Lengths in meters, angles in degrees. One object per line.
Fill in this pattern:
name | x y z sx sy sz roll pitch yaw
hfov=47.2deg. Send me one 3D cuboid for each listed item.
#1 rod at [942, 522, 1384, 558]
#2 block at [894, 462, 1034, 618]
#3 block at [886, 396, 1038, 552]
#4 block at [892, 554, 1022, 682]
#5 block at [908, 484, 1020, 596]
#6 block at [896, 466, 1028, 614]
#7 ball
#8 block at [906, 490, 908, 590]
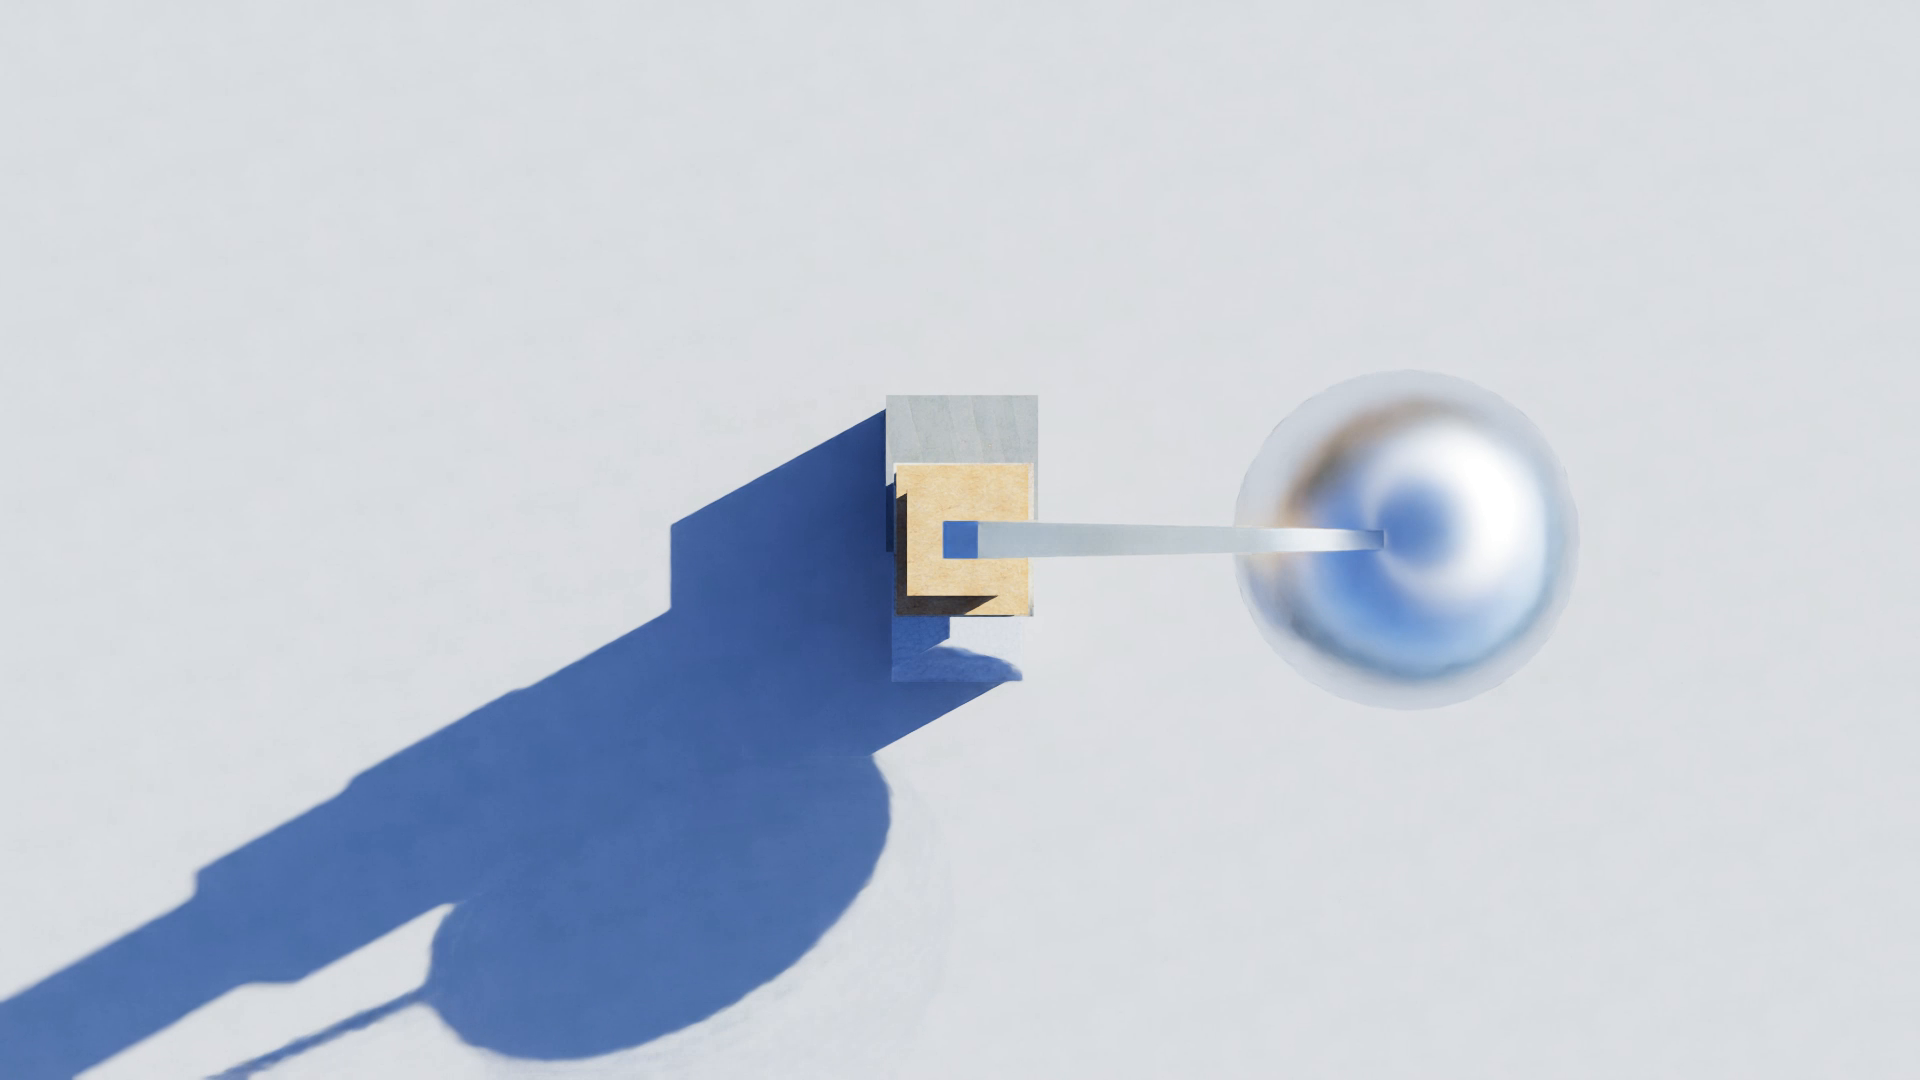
rod | 0.899 0.000 7.093 0.080 5.200 0.080 0 90 20
block | 0.018 0.000 11.023 0.680 0.699 0.749 0 90 0
block | 0.011 -0.365 12.538 0.835 0.924 0.862 0 90 0
block | -0.016 0.436 12.681 0.732 0.638 0.719 0 90 0
block | 0.016 0.000 9.335 0.467 0.490 0.457 0 90 0
block | 0.012 0.000 10.341 0.599 0.665 0.681 0 90 0
ball | 2.074 0.000 10.284 1.600 1.600 1.600 0 90 0
block | 0.004 0.000 9.794 0.471 0.429 0.442 0 90 0
